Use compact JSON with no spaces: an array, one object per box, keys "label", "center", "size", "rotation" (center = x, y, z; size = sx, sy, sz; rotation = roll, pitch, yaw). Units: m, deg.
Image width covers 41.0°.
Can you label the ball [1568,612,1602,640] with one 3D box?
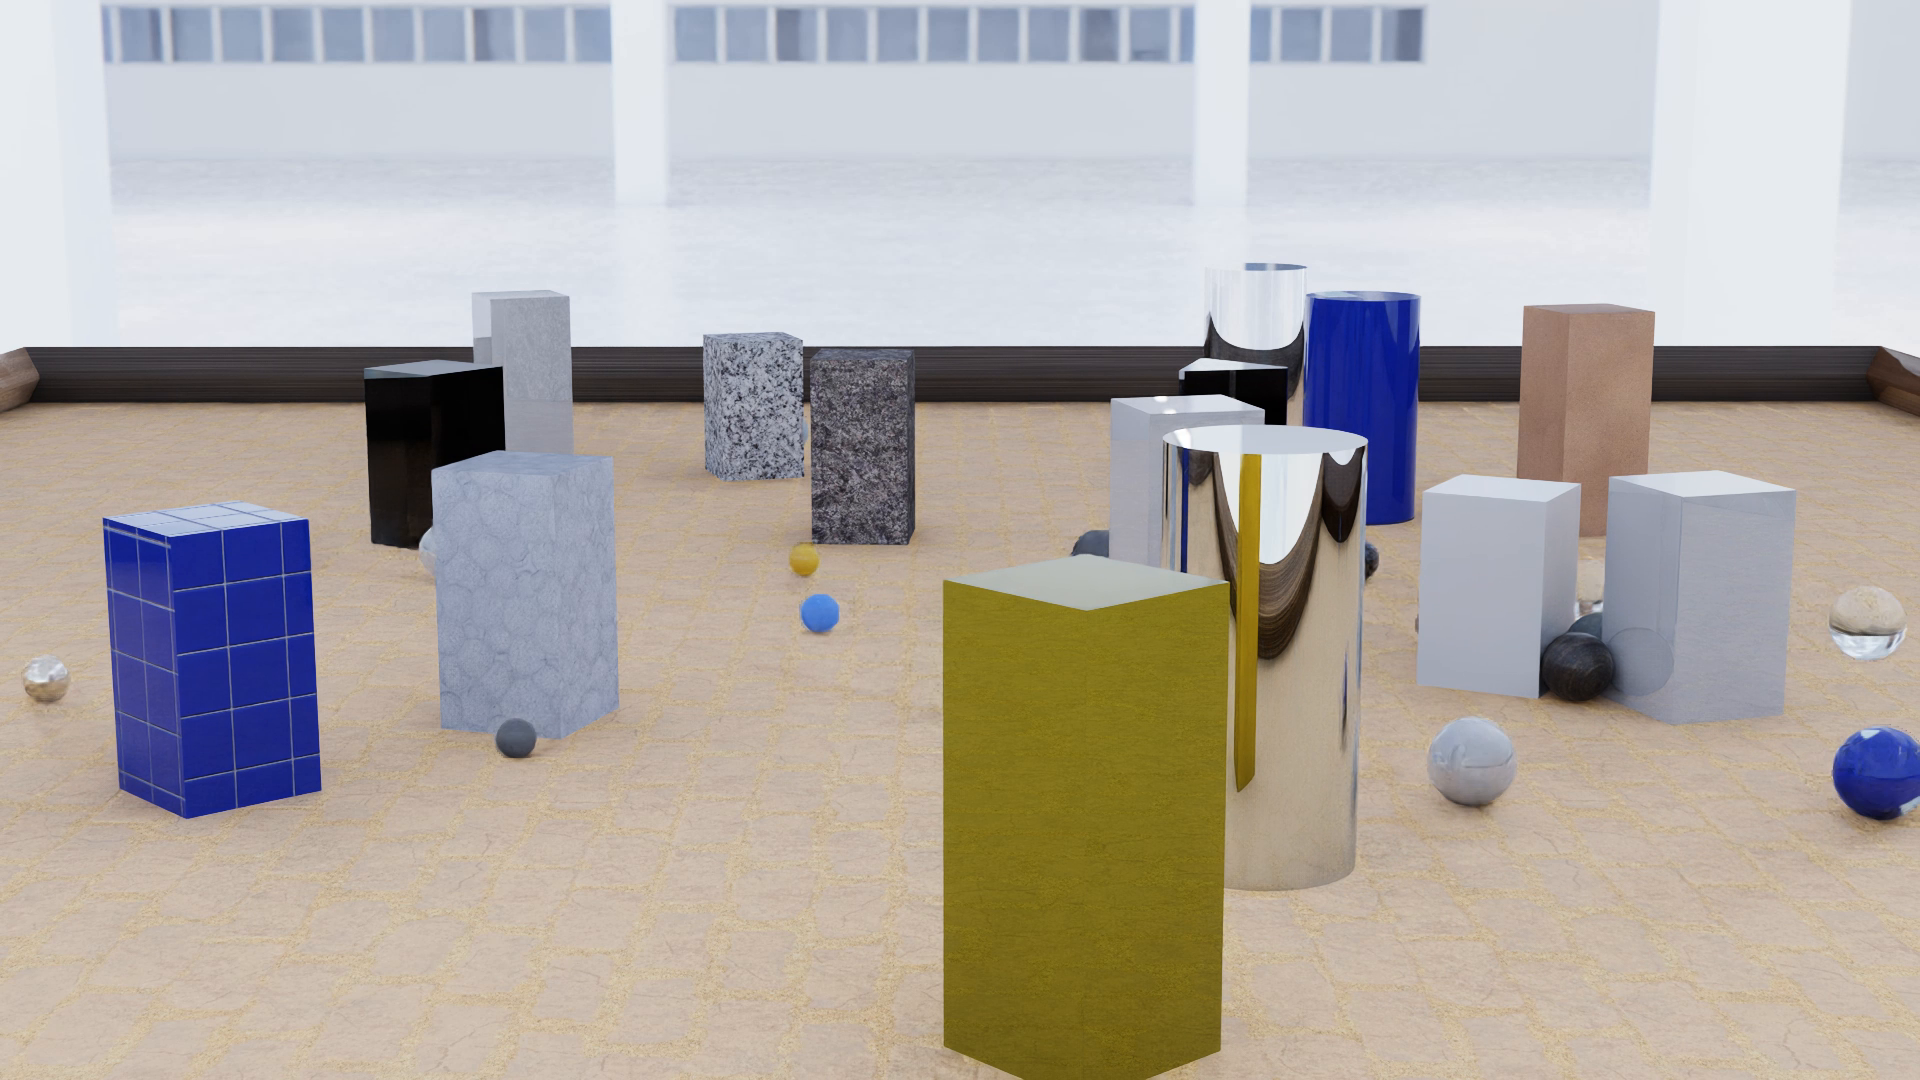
[{"label":"ball","center":[0.754,0.128,3.020],"size":[0.086,0.086,0.086],"rotation":[0,11,0]}]

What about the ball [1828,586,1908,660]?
[{"label":"ball","center":[1.114,0.102,3.148],"size":[0.091,0.091,0.091],"rotation":[0,11,0]}]

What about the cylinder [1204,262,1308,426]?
[{"label":"cylinder","center":[0.526,-0.307,4.594],"size":[0.183,0.363,0.183],"rotation":[0,11,0]}]

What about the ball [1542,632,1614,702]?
[{"label":"ball","center":[0.709,0.145,2.945],"size":[0.081,0.081,0.081],"rotation":[0,11,0]}]

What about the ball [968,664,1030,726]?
[{"label":"ball","center":[0.043,0.172,2.841],"size":[0.067,0.067,0.067],"rotation":[0,11,0]}]

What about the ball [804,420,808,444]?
[{"label":"ball","center":[-0.322,-0.202,4.806],"size":[0.079,0.079,0.079],"rotation":[0,11,0]}]

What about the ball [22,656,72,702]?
[{"label":"ball","center":[-1.047,0.160,2.943],"size":[0.052,0.052,0.052],"rotation":[0,11,0]}]

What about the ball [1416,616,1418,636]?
[{"label":"ball","center":[0.601,0.106,3.183],"size":[0.070,0.070,0.070],"rotation":[0,11,0]}]

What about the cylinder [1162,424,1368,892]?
[{"label":"cylinder","center":[0.273,0.102,2.330],"size":[0.183,0.392,0.183],"rotation":[0,11,0]}]

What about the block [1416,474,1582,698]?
[{"label":"block","center":[0.638,0.052,3.037],"size":[0.146,0.231,0.146],"rotation":[6,12,28]}]

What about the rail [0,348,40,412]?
[{"label":"rail","center":[-1.971,0.033,3.439],"size":[0.045,0.119,4.214],"rotation":[0,11,0]}]

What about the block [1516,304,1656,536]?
[{"label":"block","center":[0.976,-0.189,4.013],"size":[0.146,0.345,0.146],"rotation":[-3,11,-16]}]

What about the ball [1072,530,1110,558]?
[{"label":"ball","center":[0.195,0.023,3.610],"size":[0.076,0.076,0.076],"rotation":[0,11,0]}]

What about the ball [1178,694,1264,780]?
[{"label":"ball","center":[0.267,0.201,2.624],"size":[0.089,0.089,0.089],"rotation":[0,11,0]}]

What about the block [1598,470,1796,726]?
[{"label":"block","center":[0.834,0.062,2.911],"size":[0.146,0.257,0.146],"rotation":[-4,11,-18]}]

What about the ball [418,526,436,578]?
[{"label":"ball","center":[-0.725,0.016,3.633],"size":[0.082,0.082,0.082],"rotation":[0,11,0]}]

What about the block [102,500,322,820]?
[{"label":"block","center":[-0.748,0.115,2.568],"size":[0.146,0.279,0.146],"rotation":[-10,14,-42]}]

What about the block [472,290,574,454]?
[{"label":"block","center":[-0.806,-0.302,4.730],"size":[0.146,0.302,0.146],"rotation":[-5,12,-23]}]

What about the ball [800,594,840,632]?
[{"label":"ball","center":[-0.180,0.094,3.301],"size":[0.051,0.051,0.051],"rotation":[0,11,0]}]

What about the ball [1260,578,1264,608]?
[{"label":"ball","center":[0.349,0.069,3.326],"size":[0.091,0.091,0.091],"rotation":[0,11,0]}]

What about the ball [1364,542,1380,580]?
[{"label":"ball","center":[0.565,0.028,3.634],"size":[0.058,0.058,0.058],"rotation":[0,11,0]}]

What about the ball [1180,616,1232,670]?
[{"label":"ball","center":[0.296,0.124,3.087],"size":[0.063,0.063,0.063],"rotation":[0,11,0]}]

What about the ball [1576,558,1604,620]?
[{"label":"ball","center":[0.817,0.067,3.348],"size":[0.086,0.086,0.086],"rotation":[0,11,0]}]

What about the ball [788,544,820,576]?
[{"label":"ball","center":[-0.222,0.028,3.664],"size":[0.046,0.046,0.046],"rotation":[0,11,0]}]

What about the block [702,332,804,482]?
[{"label":"block","center":[-0.367,-0.239,4.554],"size":[0.146,0.243,0.146],"rotation":[-3,11,-18]}]

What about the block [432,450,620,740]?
[{"label":"block","center":[-0.480,0.057,2.848],"size":[0.146,0.289,0.146],"rotation":[3,11,18]}]

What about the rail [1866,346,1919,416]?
[{"label":"rail","center":[1.971,0.028,3.461],"size":[0.045,0.119,4.214],"rotation":[0,11,0]}]

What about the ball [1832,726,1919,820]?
[{"label":"ball","center":[0.893,0.226,2.489],"size":[0.090,0.090,0.090],"rotation":[0,11,0]}]

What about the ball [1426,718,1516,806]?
[{"label":"ball","center":[0.505,0.219,2.534],"size":[0.087,0.087,0.087],"rotation":[0,11,0]}]

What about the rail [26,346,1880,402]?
[{"label":"rail","center":[-0.012,-0.353,5.498],"size":[3.990,0.119,0.045],"rotation":[0,11,0]}]

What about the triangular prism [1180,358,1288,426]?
[{"label":"triangular prism","center":[0.369,-0.105,3.691],"size":[0.158,0.298,0.137],"rotation":[-3,11,-13]}]

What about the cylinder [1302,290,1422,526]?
[{"label":"cylinder","center":[0.642,-0.214,4.117],"size":[0.183,0.356,0.183],"rotation":[0,11,0]}]

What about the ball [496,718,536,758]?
[{"label":"ball","center":[-0.468,0.209,2.708],"size":[0.043,0.043,0.043],"rotation":[0,11,0]}]

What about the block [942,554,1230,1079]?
[{"label":"block","center":[0.091,0.204,1.882],"size":[0.146,0.356,0.146],"rotation":[-10,14,-42]}]

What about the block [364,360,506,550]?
[{"label":"block","center":[-0.796,-0.130,3.906],"size":[0.146,0.268,0.146],"rotation":[8,13,36]}]

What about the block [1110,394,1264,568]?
[{"label":"block","center":[0.277,-0.013,3.166],"size":[0.146,0.311,0.146],"rotation":[-3,11,-15]}]

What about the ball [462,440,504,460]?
[{"label":"ball","center":[-0.817,-0.132,4.424],"size":[0.081,0.081,0.081],"rotation":[0,11,0]}]

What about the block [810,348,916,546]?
[{"label":"block","center":[-0.148,-0.145,3.948],"size":[0.146,0.282,0.146],"rotation":[1,11,4]}]
